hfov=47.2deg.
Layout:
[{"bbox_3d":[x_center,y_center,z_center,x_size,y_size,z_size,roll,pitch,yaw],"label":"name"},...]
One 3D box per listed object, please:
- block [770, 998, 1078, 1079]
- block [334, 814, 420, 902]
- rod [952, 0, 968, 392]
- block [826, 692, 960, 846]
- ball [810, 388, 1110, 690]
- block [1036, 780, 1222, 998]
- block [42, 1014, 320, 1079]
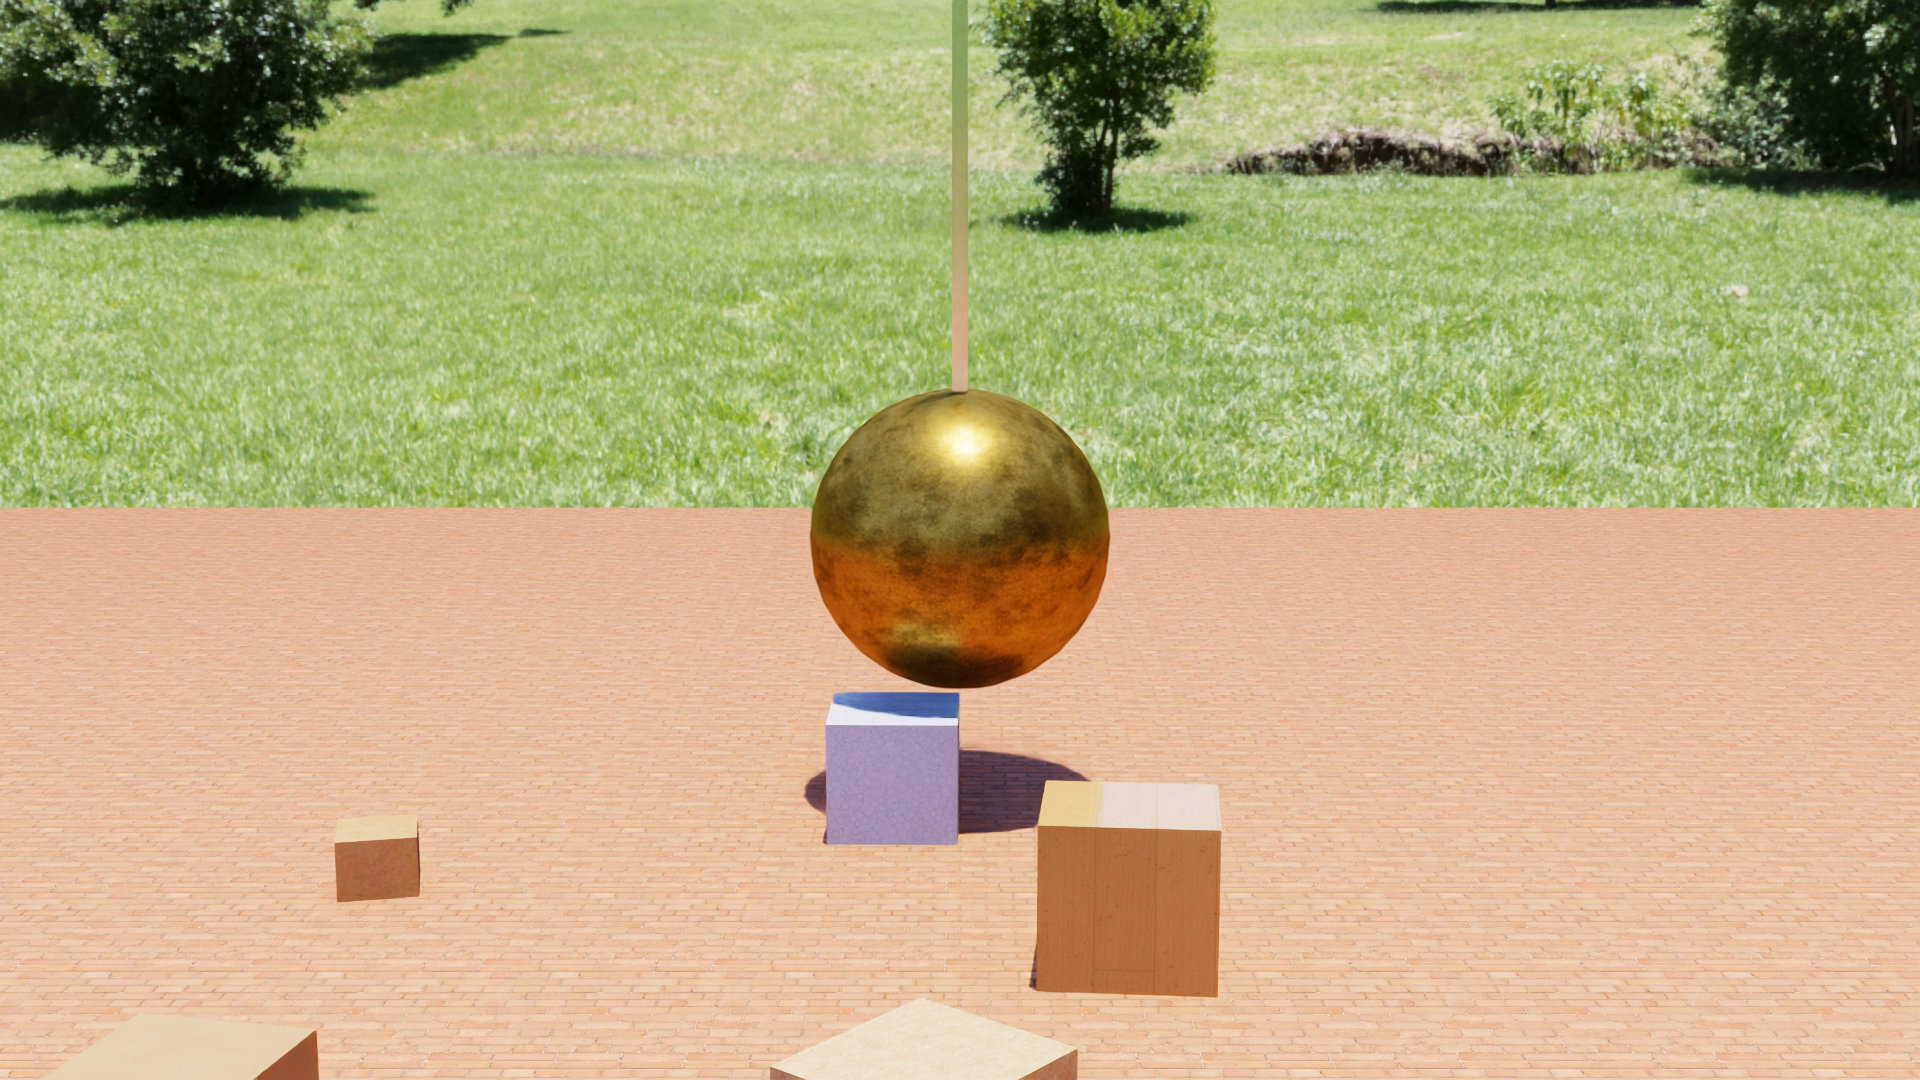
[{"bbox_3d":[-0.108,1.950,6.920,0.652,0.687,0.716,8,13,39],"label":"block"},{"bbox_3d":[-2.765,1.509,10.454,0.372,0.291,0.375,-2,11,-13],"label":"block"},{"bbox_3d":[0.000,-3.287,10.807,0.080,5.200,0.080,0,15,0],"label":"rod"},{"bbox_3d":[-0.338,1.172,11.371,0.660,0.625,0.668,0,10,1],"label":"block"},{"bbox_3d":[0.000,-0.006,11.696,1.600,1.600,1.600,0,10,0],"label":"ball"},{"bbox_3d":[0.724,1.479,9.410,0.753,0.722,0.649,1,10,5],"label":"block"},{"bbox_3d":[-2.530,1.964,7.112,0.653,0.591,0.674,2,11,12],"label":"block"}]
